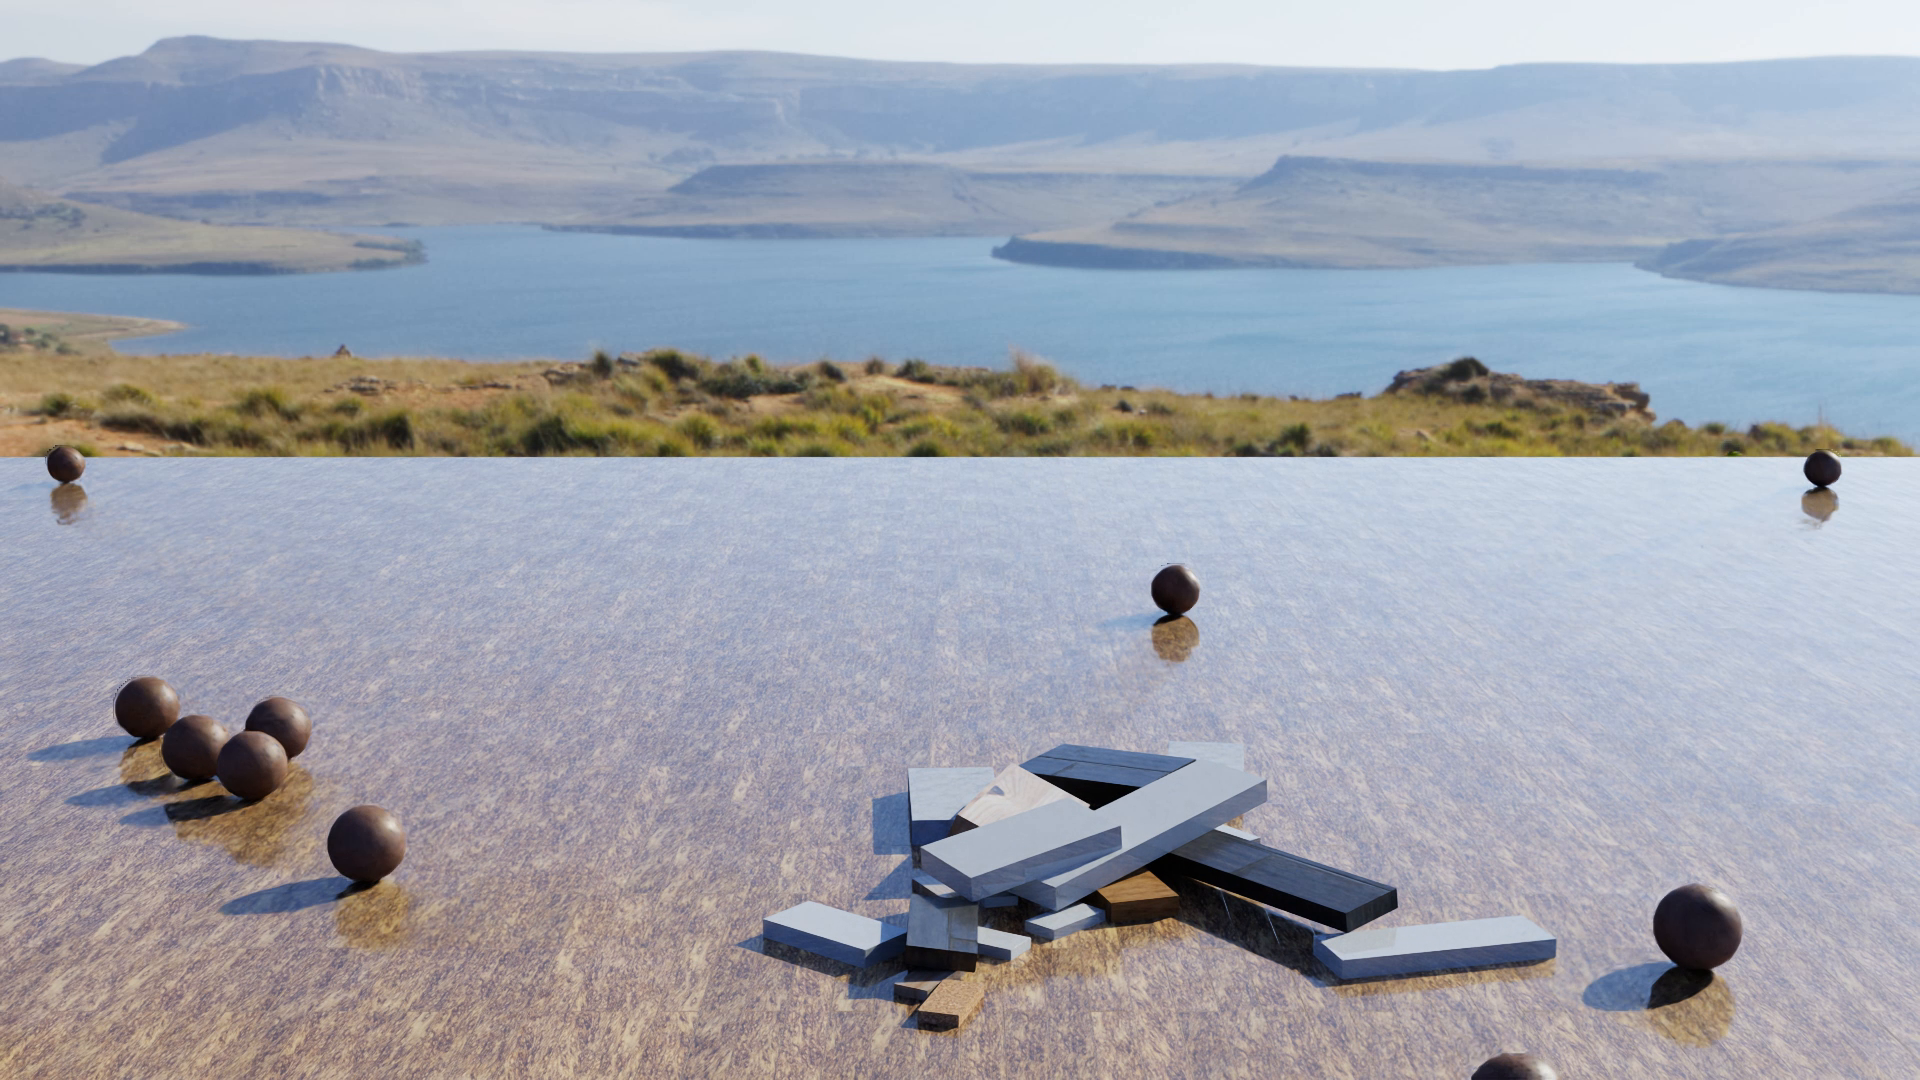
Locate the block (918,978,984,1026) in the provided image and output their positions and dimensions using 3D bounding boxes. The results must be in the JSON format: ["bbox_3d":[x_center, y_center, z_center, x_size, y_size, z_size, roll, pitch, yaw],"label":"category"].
[{"bbox_3d":[-0.013,0.670,3.188,0.062,0.018,0.124,3,11,17],"label":"block"}]

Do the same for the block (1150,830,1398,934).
[{"bbox_3d":[0.457,0.540,3.670,0.117,0.033,0.608,-17,17,-35],"label":"block"}]

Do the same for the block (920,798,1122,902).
[{"bbox_3d":[0.102,0.505,3.611,0.298,0.042,0.149,-14,20,-31],"label":"block"}]

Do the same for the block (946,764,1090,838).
[{"bbox_3d":[0.107,0.495,3.882,0.163,0.046,0.327,28,17,12],"label":"block"}]

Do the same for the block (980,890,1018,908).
[{"bbox_3d":[0.054,0.583,3.661,0.057,0.016,0.114,-3,11,-13],"label":"block"}]

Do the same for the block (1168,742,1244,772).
[{"bbox_3d":[0.477,0.455,4.282,0.149,0.042,0.298,1,11,7],"label":"block"}]

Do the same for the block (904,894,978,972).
[{"bbox_3d":[-0.028,0.603,3.385,0.107,0.030,0.214,7,12,-1],"label":"block"}]

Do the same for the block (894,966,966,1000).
[{"bbox_3d":[-0.045,0.655,3.276,0.057,0.016,0.114,6,12,29],"label":"block"}]

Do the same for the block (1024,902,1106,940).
[{"bbox_3d":[0.169,0.609,3.519,0.062,0.018,0.124,10,15,43],"label":"block"}]

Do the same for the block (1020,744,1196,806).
[{"bbox_3d":[0.271,0.448,4.169,0.327,0.046,0.163,2,15,44],"label":"block"}]

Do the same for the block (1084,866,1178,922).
[{"bbox_3d":[0.264,0.575,3.658,0.117,0.033,0.235,-3,11,-17],"label":"block"}]

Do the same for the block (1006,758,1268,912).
[{"bbox_3d":[0.295,0.495,3.747,0.540,0.042,0.149,-19,23,-41],"label":"block"}]

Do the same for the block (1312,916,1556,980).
[{"bbox_3d":[0.731,0.626,3.390,0.356,0.030,0.107,-3,11,-14],"label":"block"}]

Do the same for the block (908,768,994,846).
[{"bbox_3d":[-0.011,0.491,4.077,0.163,0.046,0.327,0,11,-3],"label":"block"}]

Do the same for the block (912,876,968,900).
[{"bbox_3d":[-0.029,0.583,3.661,0.057,0.016,0.114,-6,12,-27],"label":"block"}]

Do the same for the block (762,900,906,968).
[{"bbox_3d":[-0.194,0.617,3.443,0.214,0.030,0.107,8,13,38],"label":"block"}]

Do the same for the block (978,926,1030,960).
[{"bbox_3d":[0.041,0.626,3.427,0.124,0.018,0.062,6,12,31],"label":"block"}]

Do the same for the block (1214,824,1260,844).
[{"bbox_3d":[0.409,0.527,3.915,0.117,0.033,0.235,-8,13,-37],"label":"block"}]
